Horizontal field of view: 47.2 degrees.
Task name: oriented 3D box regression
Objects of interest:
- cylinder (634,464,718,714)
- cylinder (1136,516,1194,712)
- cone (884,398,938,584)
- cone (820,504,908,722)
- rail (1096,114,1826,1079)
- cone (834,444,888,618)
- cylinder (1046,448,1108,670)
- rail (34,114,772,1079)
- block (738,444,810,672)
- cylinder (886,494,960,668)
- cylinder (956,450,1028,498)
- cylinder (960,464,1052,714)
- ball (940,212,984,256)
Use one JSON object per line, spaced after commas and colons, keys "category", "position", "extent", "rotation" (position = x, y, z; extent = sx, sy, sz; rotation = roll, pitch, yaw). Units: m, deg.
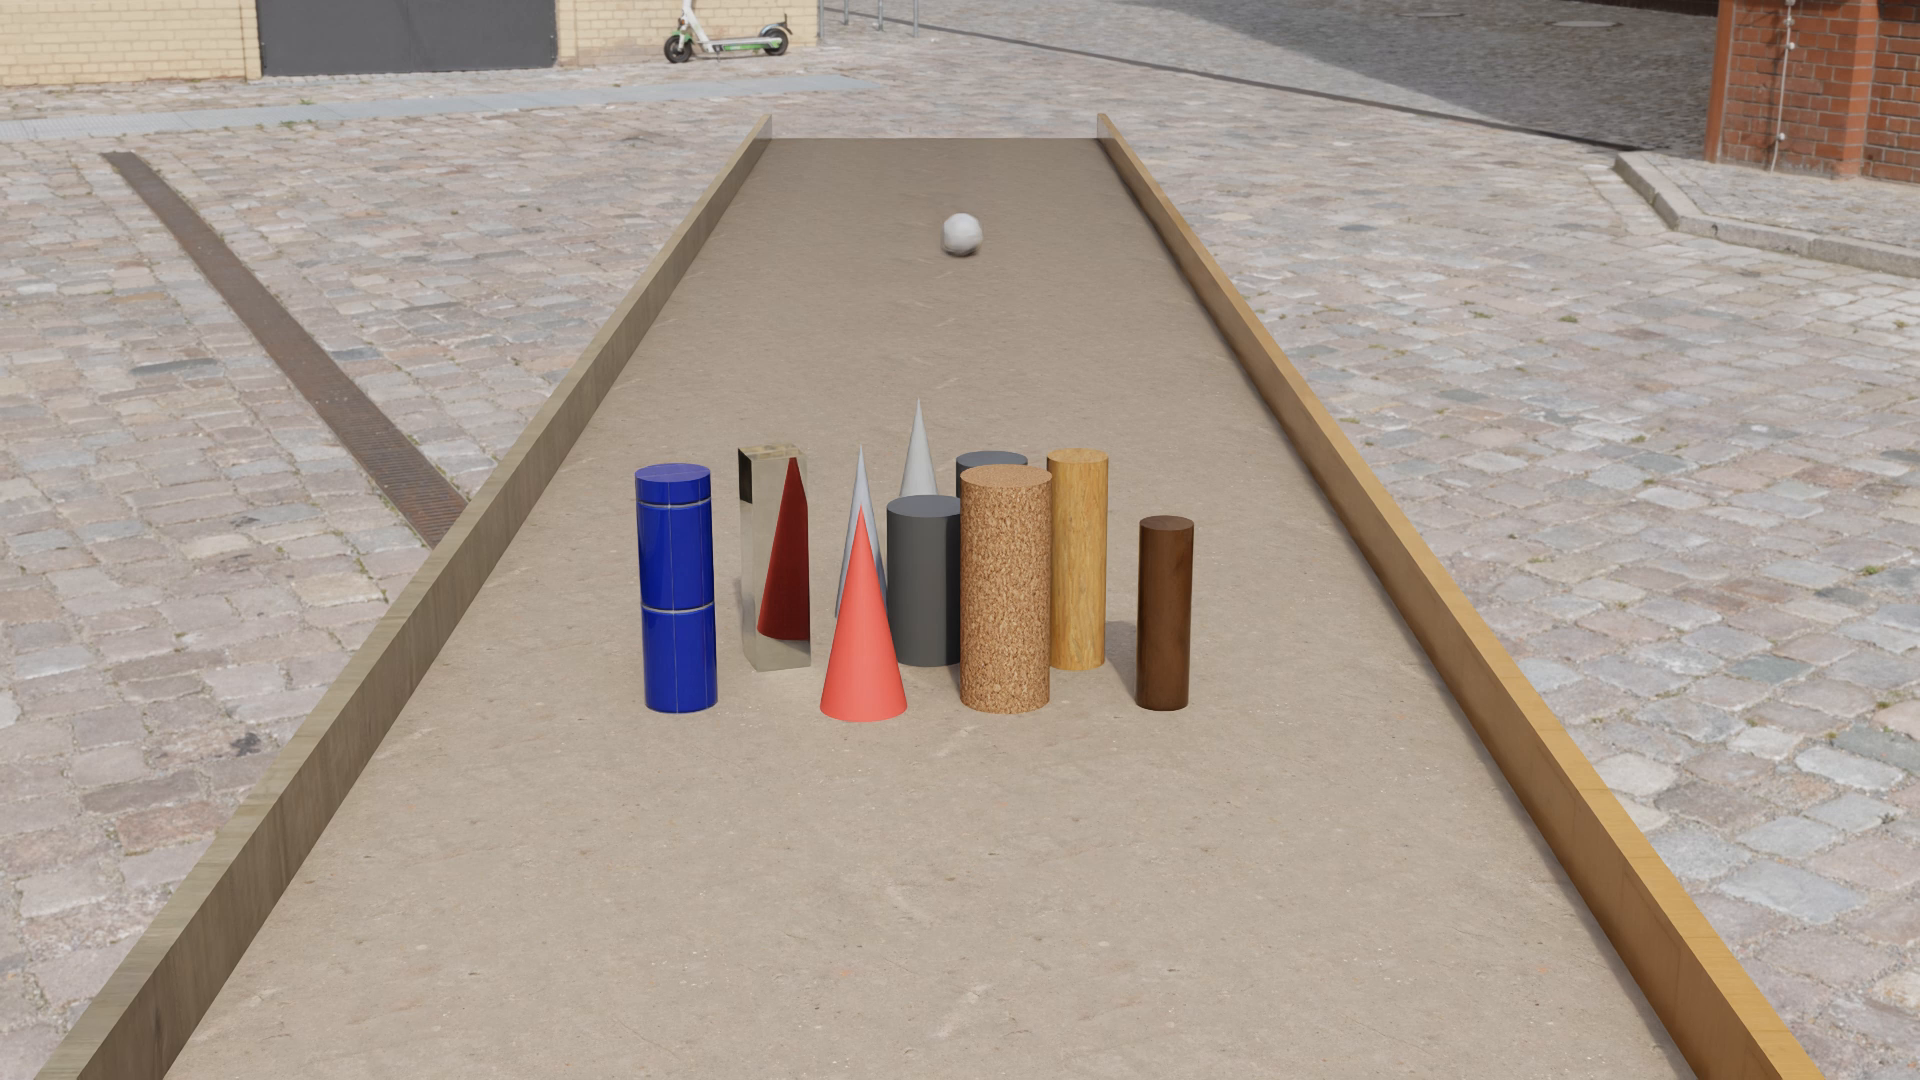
{"category": "cylinder", "position": [-0.531, 0.091, 4.128], "extent": [0.139, 0.451, 0.139], "rotation": [0, 17, 0]}
{"category": "cylinder", "position": [0.384, 0.138, 4.139], "extent": [0.102, 0.355, 0.102], "rotation": [0, 17, 0]}
{"category": "cone", "position": [-0.091, -0.116, 4.879], "extent": [0.164, 0.419, 0.164], "rotation": [0, 17, 0]}
{"category": "cone", "position": [-0.183, 0.124, 4.111], "extent": [0.166, 0.399, 0.166], "rotation": [0, 17, 0]}
{"category": "rail", "position": [0.932, -0.844, 7.801], "extent": [0.050, 0.150, 12.000], "rotation": [0, 17, -1]}
{"category": "cone", "position": [-0.207, -0.022, 4.637], "extent": [0.122, 0.378, 0.122], "rotation": [0, 17, 0]}
{"category": "cylinder", "position": [0.230, 0.039, 4.353], "extent": [0.121, 0.424, 0.121], "rotation": [0, 17, 0]}
{"category": "rail", "position": [-1.118, -0.838, 7.780], "extent": [0.050, 0.150, 12.000], "rotation": [0, 17, -1]}
{"category": "block", "position": [-0.367, 0.035, 4.350], "extent": [0.110, 0.432, 0.110], "rotation": [-6, 17, -18]}
{"category": "cylinder", "position": [-0.062, 0.081, 4.412], "extent": [0.168, 0.310, 0.168], "rotation": [0, 17, 0]}
{"category": "cylinder", "position": [0.066, -0.001, 4.621], "extent": [0.150, 0.347, 0.150], "rotation": [0, 17, 0]}
{"category": "cylinder", "position": [0.086, 0.092, 4.146], "extent": [0.171, 0.440, 0.171], "rotation": [0, 17, 0]}
{"category": "ball", "position": [0.008, -1.281, 9.222], "extent": [0.179, 0.179, 0.179], "rotation": [0, 17, 0]}
